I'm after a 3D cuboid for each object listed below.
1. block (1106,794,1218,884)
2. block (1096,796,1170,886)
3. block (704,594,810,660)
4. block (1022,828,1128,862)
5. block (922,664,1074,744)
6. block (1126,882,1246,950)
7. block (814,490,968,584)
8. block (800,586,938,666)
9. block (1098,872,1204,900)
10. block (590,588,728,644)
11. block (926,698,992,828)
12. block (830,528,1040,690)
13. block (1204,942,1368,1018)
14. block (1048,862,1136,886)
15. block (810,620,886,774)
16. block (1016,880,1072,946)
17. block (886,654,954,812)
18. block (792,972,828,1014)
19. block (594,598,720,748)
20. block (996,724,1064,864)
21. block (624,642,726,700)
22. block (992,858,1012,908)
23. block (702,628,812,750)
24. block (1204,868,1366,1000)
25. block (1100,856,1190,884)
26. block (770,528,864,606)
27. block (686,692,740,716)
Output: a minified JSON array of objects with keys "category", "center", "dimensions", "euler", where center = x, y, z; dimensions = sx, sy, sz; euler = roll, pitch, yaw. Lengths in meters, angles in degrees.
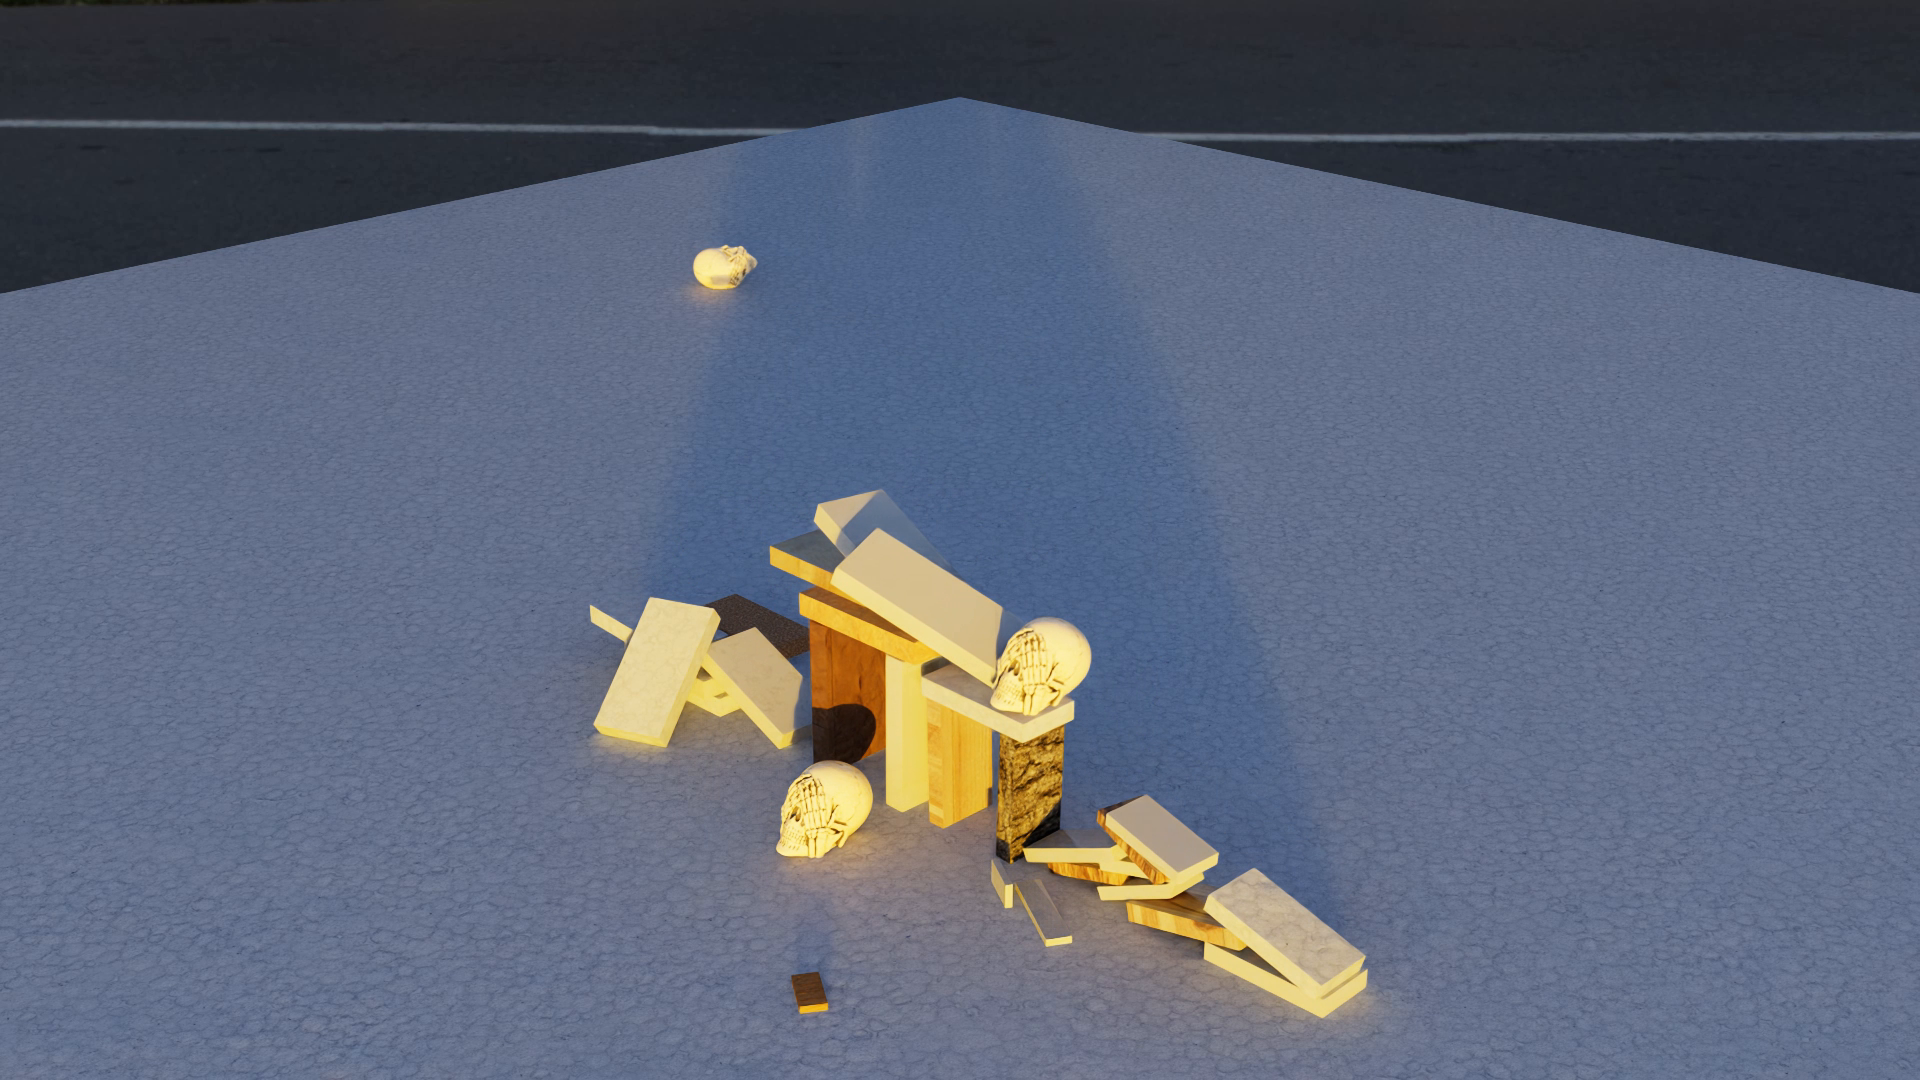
[{"category":"block","center":[0.367,0.544,4.003],"dimensions":[0.098,0.028,0.196],"euler":[-20,40,-32]},{"category":"block","center":[0.346,0.550,4.041],"dimensions":[0.098,0.028,0.196],"euler":[-15,37,-26]},{"category":"block","center":[-0.496,0.212,5.207],"dimensions":[0.149,0.042,0.299],"euler":[-21,30,-40]},{"category":"block","center":[0.241,0.580,4.180],"dimensions":[0.098,0.028,0.279],"euler":[-22,6,-34]},{"category":"block","center":[0.071,0.306,4.268],"dimensions":[0.140,0.040,0.280],"euler":[-21,30,-40]},{"category":"block","center":[0.448,0.683,4.036],"dimensions":[0.130,0.037,0.261],"euler":[-22,19,-41]},{"category":"block","center":[-0.143,0.025,4.504],"dimensions":[0.162,0.046,0.323],"euler":[-14,47,-35]},{"category":"block","center":[-0.149,0.154,4.465],"dimensions":[0.170,0.048,0.340],"euler":[-21,31,-41]},{"category":"block","center":[0.356,0.641,4.113],"dimensions":[0.094,0.027,0.188],"euler":[-22,6,-40]},{"category":"block","center":[-0.686,0.201,5.013],"dimensions":[0.149,0.042,0.341],"euler":[-19,29,-37]},{"category":"block","center":[0.000,0.423,4.404],"dimensions":[0.140,0.280,0.040],"euler":[-21,29,-40]},{"category":"block","center":[-0.048,0.133,4.335],"dimensions":[0.392,0.046,0.162],"euler":[32,41,11]},{"category":"block","center":[0.580,0.757,3.929],"dimensions":[0.261,0.037,0.130],"euler":[21,31,40]},{"category":"block","center":[0.268,0.618,4.203],"dimensions":[0.094,0.027,0.188],"euler":[-22,15,-40]},{"category":"block","center":[-0.232,0.304,4.608],"dimensions":[0.048,0.340,0.170],"euler":[20,30,39]},{"category":"block","center":[0.155,0.694,4.106],"dimensions":[0.049,0.014,0.203],"euler":[-6,24,-14]},{"category":"block","center":[-0.071,0.366,4.461],"dimensions":[0.170,0.340,0.048],"euler":[-21,32,-40]},{"category":"block","center":[-0.265,0.796,3.868],"dimensions":[0.049,0.014,0.098],"euler":[-5,24,-12]},{"category":"block","center":[-0.658,0.286,4.794],"dimensions":[0.162,0.046,0.323],"euler":[9,61,21]},{"category":"block","center":[0.137,0.477,4.276],"dimensions":[0.140,0.280,0.040],"euler":[-21,33,-40]},{"category":"block","center":[-0.607,0.267,4.966],"dimensions":[0.152,0.043,0.303],"euler":[-20,30,-39]},{"category":"block","center":[0.079,0.650,4.167],"dimensions":[0.014,0.049,0.098],"euler":[-6,24,-14]},{"category":"block","center":[-0.422,0.321,4.814],"dimensions":[0.152,0.043,0.303],"euler":[-20,51,-39]},{"category":"block","center":[0.573,0.694,3.891],"dimensions":[0.131,0.037,0.261],"euler":[-21,47,-41]},{"category":"block","center":[0.362,0.597,4.093],"dimensions":[0.188,0.027,0.094],"euler":[3,19,42]},{"category":"block","center":[-0.243,0.054,4.586],"dimensions":[0.149,0.042,0.299],"euler":[-21,30,-40]},{"category":"block","center":[-0.584,0.307,4.982],"dimensions":[0.303,0.043,0.152],"euler":[21,31,40]}]
